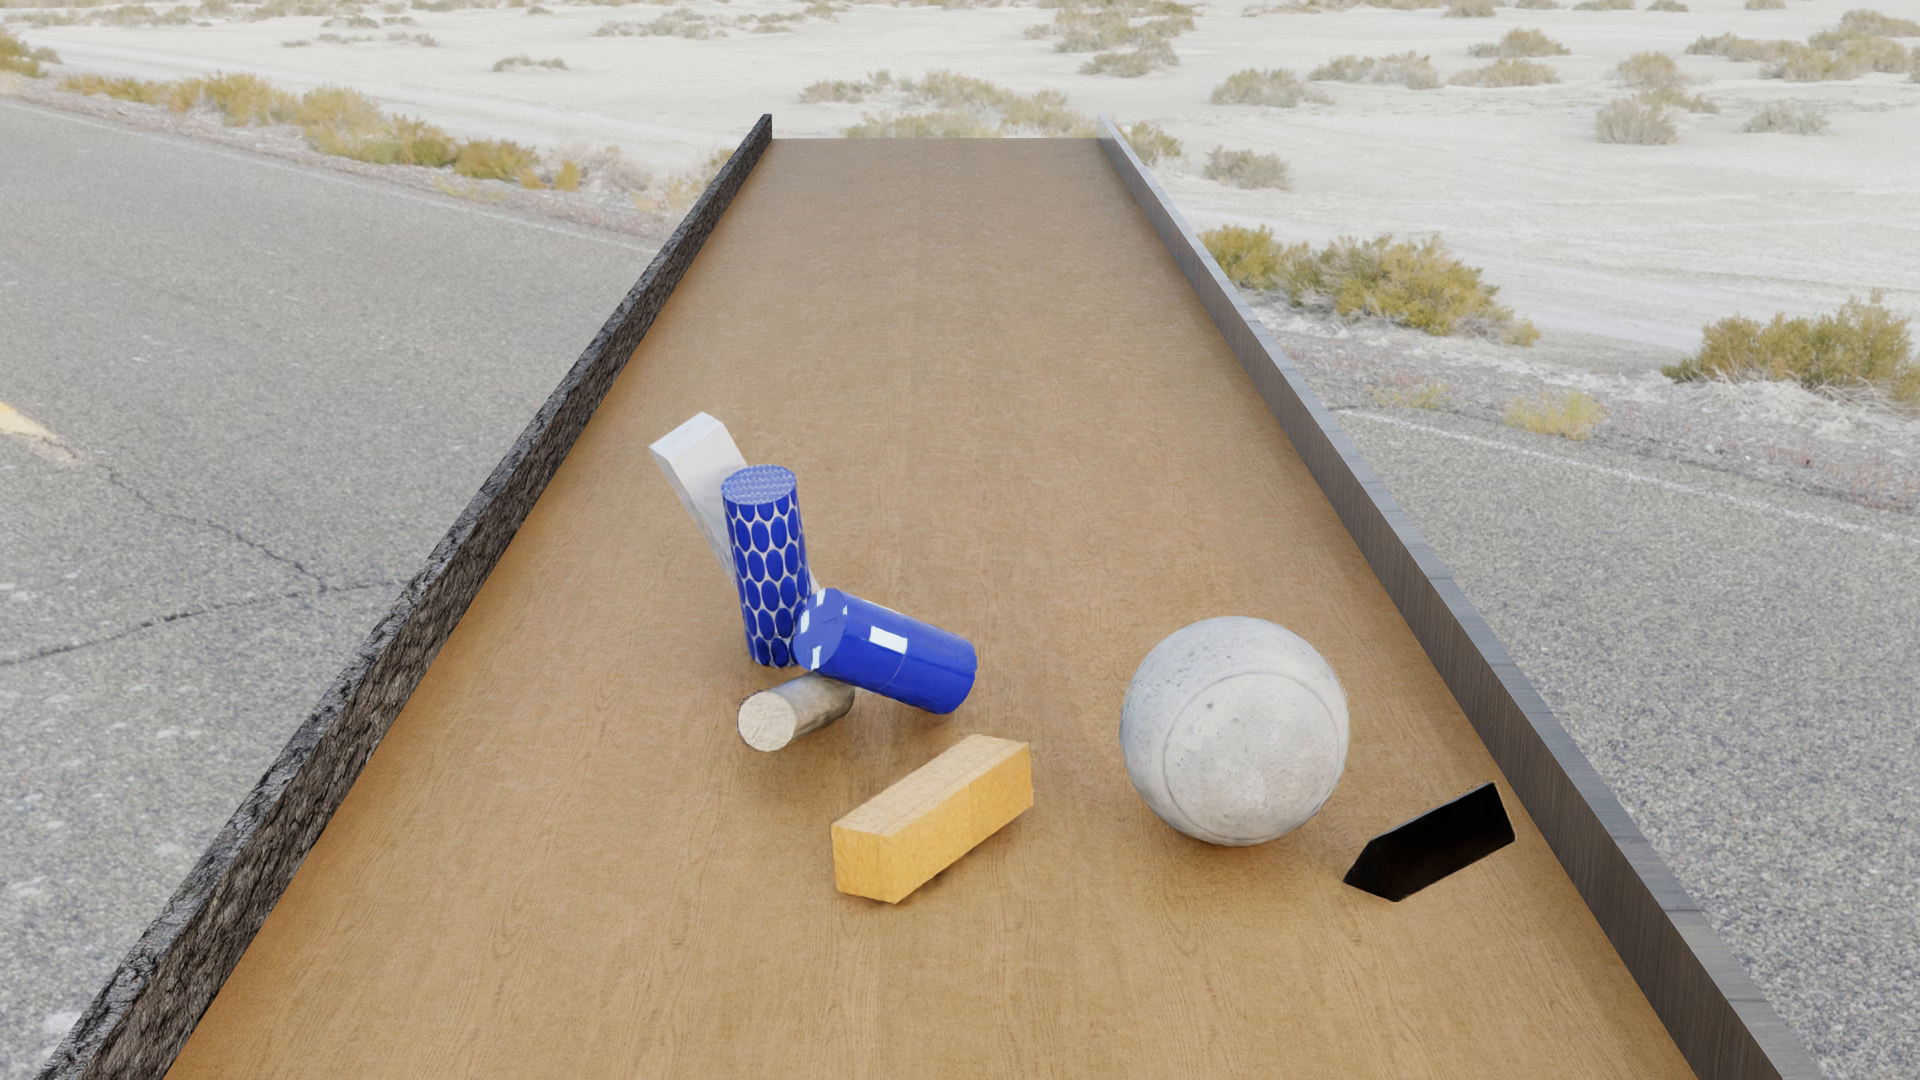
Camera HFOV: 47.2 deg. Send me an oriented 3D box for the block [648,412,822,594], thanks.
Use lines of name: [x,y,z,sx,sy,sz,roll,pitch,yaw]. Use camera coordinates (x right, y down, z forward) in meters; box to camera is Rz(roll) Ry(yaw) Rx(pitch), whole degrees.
block: [-0.448,-0.027,4.493,0.132,0.459,0.132,-35,26,-13]

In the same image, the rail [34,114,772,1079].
rail: [-1.118,-0.838,7.780,0.050,0.150,12.000,0,17,-1]

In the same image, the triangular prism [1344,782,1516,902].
triangular prism: [0.750,0.468,3.490,0.326,0.088,0.102,-15,22,-42]

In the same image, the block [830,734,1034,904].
block: [-0.038,0.439,3.520,0.110,0.110,0.410,6,19,32]

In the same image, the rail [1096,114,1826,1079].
rail: [0.932,-0.844,7.801,0.050,0.150,12.000,0,17,-1]

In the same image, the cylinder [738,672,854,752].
cylinder: [-0.285,0.296,3.903,0.100,0.100,0.393,4,4,12]

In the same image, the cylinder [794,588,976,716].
cylinder: [-0.136,0.206,4.040,0.310,0.154,0.154,23,1,-36]

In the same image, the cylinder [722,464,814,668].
cylinder: [-0.370,0.054,4.328,0.145,0.384,0.145,-4,33,3]

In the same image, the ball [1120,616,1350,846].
ball: [0.442,0.307,3.545,0.370,0.370,0.370,0,17,0]
